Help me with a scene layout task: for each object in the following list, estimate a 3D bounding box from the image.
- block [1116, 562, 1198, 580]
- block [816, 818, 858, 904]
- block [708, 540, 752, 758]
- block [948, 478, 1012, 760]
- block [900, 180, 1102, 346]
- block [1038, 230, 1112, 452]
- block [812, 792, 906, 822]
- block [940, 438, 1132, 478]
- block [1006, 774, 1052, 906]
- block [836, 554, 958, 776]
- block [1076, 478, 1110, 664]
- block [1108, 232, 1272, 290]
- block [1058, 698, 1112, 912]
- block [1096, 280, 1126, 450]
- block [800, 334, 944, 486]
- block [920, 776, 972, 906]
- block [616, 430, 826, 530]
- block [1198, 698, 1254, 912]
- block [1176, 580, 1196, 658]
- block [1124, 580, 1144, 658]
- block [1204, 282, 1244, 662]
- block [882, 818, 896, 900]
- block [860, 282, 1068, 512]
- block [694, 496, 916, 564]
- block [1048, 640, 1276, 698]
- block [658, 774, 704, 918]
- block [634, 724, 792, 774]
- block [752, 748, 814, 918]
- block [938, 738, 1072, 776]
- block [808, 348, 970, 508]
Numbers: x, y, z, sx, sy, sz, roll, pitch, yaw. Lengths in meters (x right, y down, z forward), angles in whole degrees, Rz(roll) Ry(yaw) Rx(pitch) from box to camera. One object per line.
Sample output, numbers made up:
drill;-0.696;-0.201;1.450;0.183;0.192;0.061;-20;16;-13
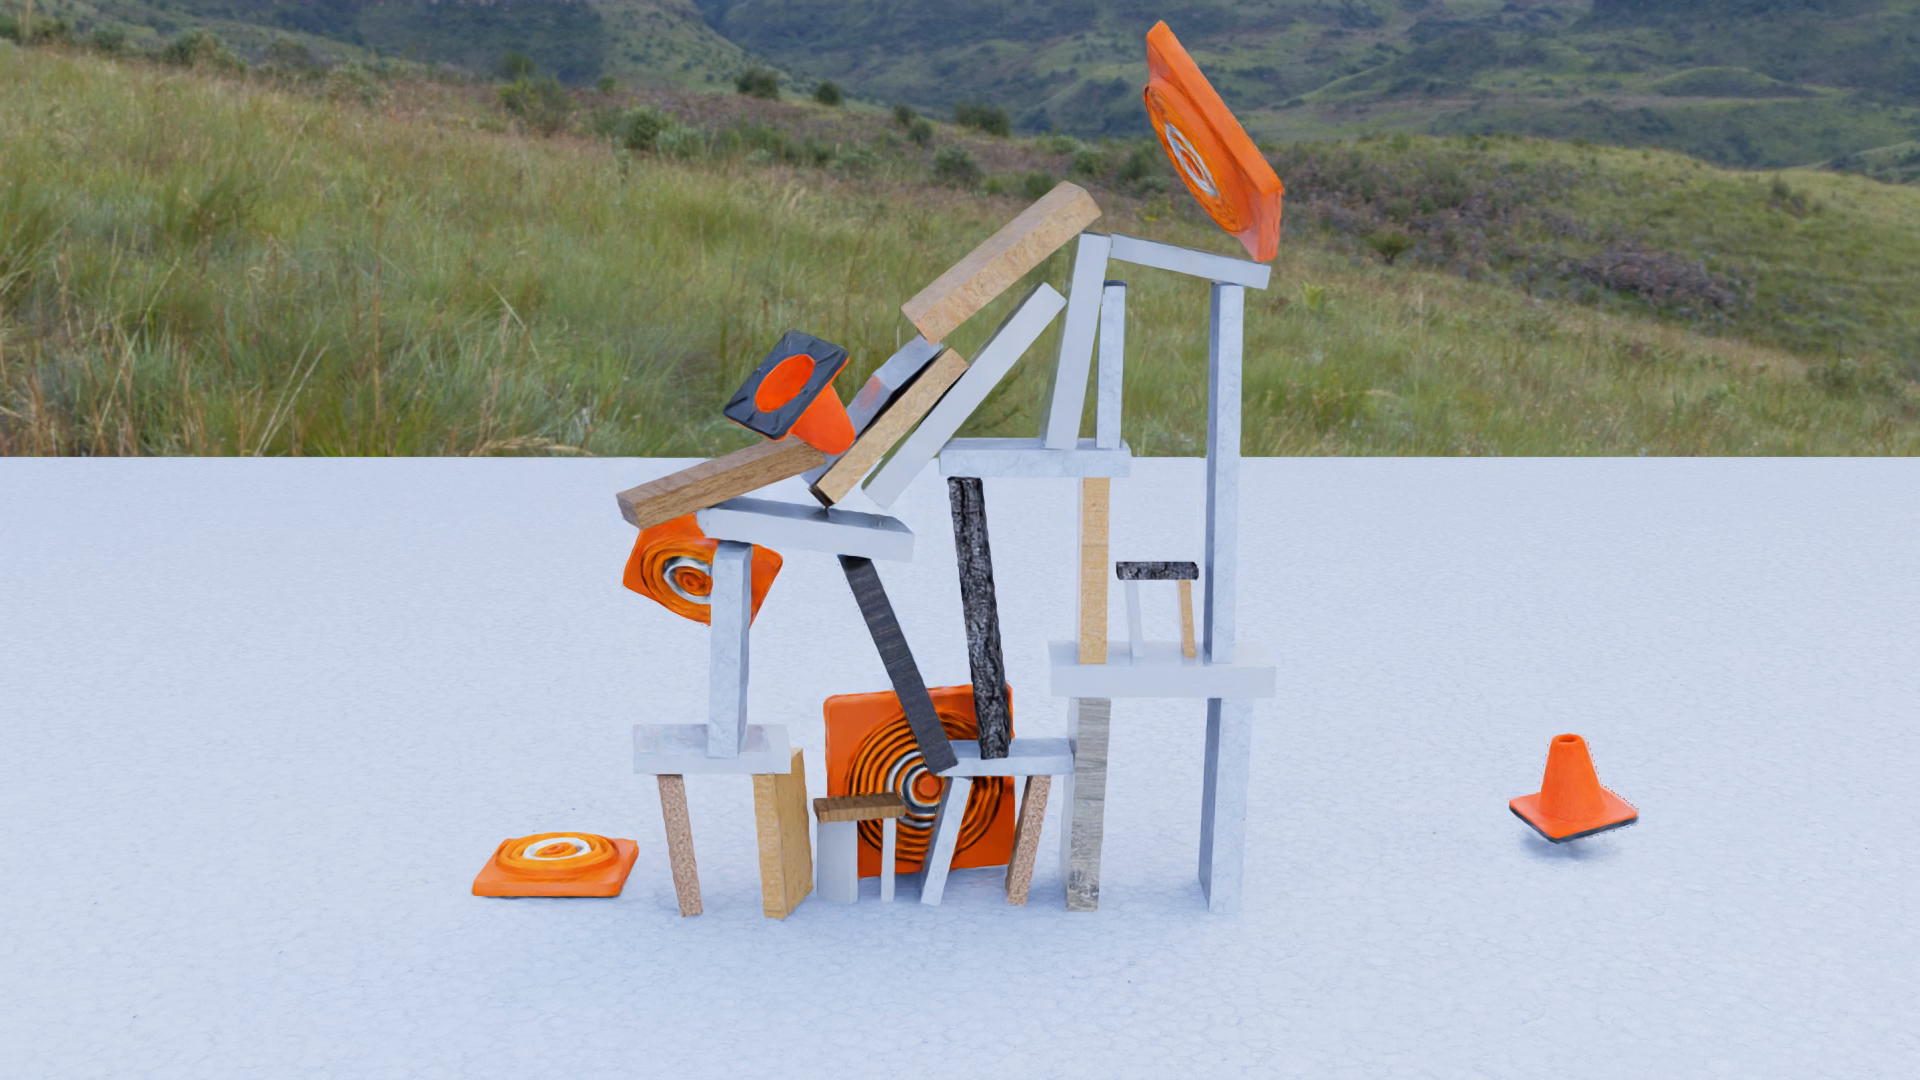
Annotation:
block;0.319;0.049;3.571;0.128;0.018;0.064;0;10;0
block;-0.203;0.525;3.629;0.071;0.142;0.020;8;13;34
block;-0.363;0.163;3.479;0.046;0.326;0.163;3;17;-1
block;0.034;0.115;3.583;0.043;0.460;0.151;-6;10;5
block;0.062;-0.442;3.495;0.337;0.048;0.168;-38;16;2
block;0.181;-0.320;3.500;0.048;0.337;0.168;9;10;-3
block;-0.167;0.442;3.630;0.142;0.020;0.071;-3;11;-13
block;0.119;-0.133;3.538;0.302;0.043;0.151;0;10;0
block;0.113;0.482;3.646;0.031;0.220;0.110;11;10;-2
block;-0.102;0.190;3.534;0.046;0.358;0.163;-23;13;-3
block;0.215;0.037;3.569;0.043;0.302;0.151;0;10;0
block;0.362;-0.445;3.502;0.257;0.036;0.129;12;10;3
block;0.205;0.413;3.637;0.051;0.358;0.179;3;10;-2
block;0.242;-0.281;3.516;0.036;0.257;0.129;2;10;5
block;-0.150;-0.213;3.634;0.152;0.043;0.304;-45;-2;-42
block;-0.024;0.483;3.643;0.031;0.220;0.110;14;10;-4
block;-0.374;-0.095;3.429;0.304;0.043;0.152;-21;13;-16
block;0.438;0.413;3.637;0.051;0.358;0.179;2;11;0
block;0.369;0.122;3.585;0.018;0.128;0.064;-5;10;2
block;0.284;0.122;3.585;0.018;0.128;0.064;-5;10;1
block;0.424;-0.112;3.546;0.036;0.602;0.129;0;10;0
block;-0.118;0.520;3.656;0.020;0.142;0.071;2;11;0
block;0.003;-0.232;3.523;0.048;0.435;0.168;41;2;-6
block;-0.248;-0.021;3.484;0.326;0.046;0.163;7;9;-15
block;0.326;0.211;3.599;0.358;0.051;0.179;0;10;0
block;-0.457;0.472;3.569;0.035;0.248;0.124;-10;23;-11
block;-0.399;0.334;3.528;0.247;0.035;0.124;1;17;-9
block;-0.287;0.475;3.578;0.035;0.248;0.124;2;16;20
block;0.072;0.358;3.623;0.220;0.031;0.110;-1;10;-2
block;-0.115;-0.178;3.509;0.304;0.043;0.152;-46;5;-7
